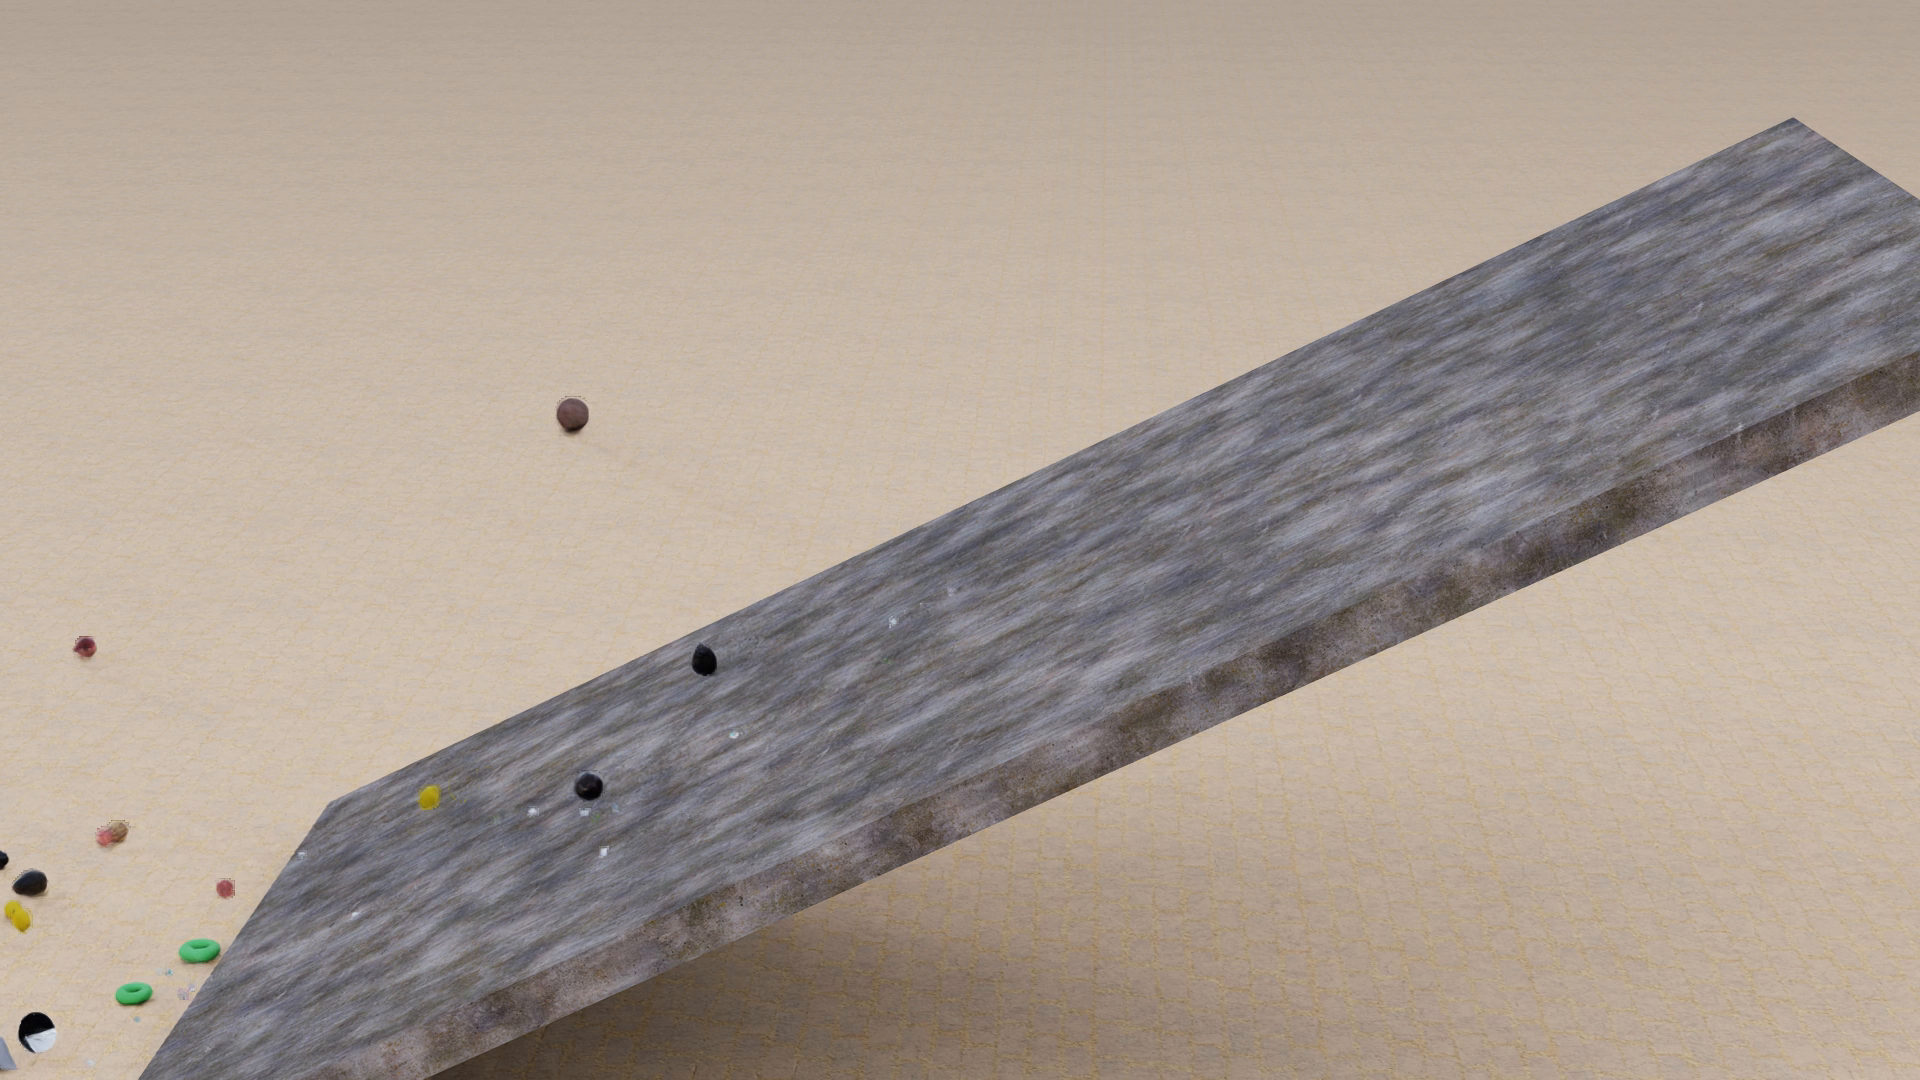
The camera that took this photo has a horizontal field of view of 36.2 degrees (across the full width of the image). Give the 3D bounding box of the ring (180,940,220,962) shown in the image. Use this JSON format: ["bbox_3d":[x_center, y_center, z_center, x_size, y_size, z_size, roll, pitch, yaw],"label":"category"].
[{"bbox_3d":[-1.775,0.958,6.864,0.094,0.031,0.094,1,15,0],"label":"ring"}]

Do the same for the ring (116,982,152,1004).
[{"bbox_3d":[-1.867,1.025,6.647,0.082,0.027,0.082,-1,17,0],"label":"ring"}]

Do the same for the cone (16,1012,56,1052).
[{"bbox_3d":[-2.039,1.083,6.425,0.090,0.090,0.090,-21,0,40],"label":"cone"}]

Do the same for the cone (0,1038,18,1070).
[{"bbox_3d":[-2.049,1.119,6.313,0.074,0.074,0.074,32,23,7],"label":"cone"}]

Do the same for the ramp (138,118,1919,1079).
[{"bbox_3d":[0.138,0.168,6.281,4.000,0.100,2.000,-25,14,10],"label":"ramp"}]

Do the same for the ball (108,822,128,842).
[{"bbox_3d":[-2.160,0.748,7.542,0.051,0.051,0.051,0,16,0],"label":"ball"}]
